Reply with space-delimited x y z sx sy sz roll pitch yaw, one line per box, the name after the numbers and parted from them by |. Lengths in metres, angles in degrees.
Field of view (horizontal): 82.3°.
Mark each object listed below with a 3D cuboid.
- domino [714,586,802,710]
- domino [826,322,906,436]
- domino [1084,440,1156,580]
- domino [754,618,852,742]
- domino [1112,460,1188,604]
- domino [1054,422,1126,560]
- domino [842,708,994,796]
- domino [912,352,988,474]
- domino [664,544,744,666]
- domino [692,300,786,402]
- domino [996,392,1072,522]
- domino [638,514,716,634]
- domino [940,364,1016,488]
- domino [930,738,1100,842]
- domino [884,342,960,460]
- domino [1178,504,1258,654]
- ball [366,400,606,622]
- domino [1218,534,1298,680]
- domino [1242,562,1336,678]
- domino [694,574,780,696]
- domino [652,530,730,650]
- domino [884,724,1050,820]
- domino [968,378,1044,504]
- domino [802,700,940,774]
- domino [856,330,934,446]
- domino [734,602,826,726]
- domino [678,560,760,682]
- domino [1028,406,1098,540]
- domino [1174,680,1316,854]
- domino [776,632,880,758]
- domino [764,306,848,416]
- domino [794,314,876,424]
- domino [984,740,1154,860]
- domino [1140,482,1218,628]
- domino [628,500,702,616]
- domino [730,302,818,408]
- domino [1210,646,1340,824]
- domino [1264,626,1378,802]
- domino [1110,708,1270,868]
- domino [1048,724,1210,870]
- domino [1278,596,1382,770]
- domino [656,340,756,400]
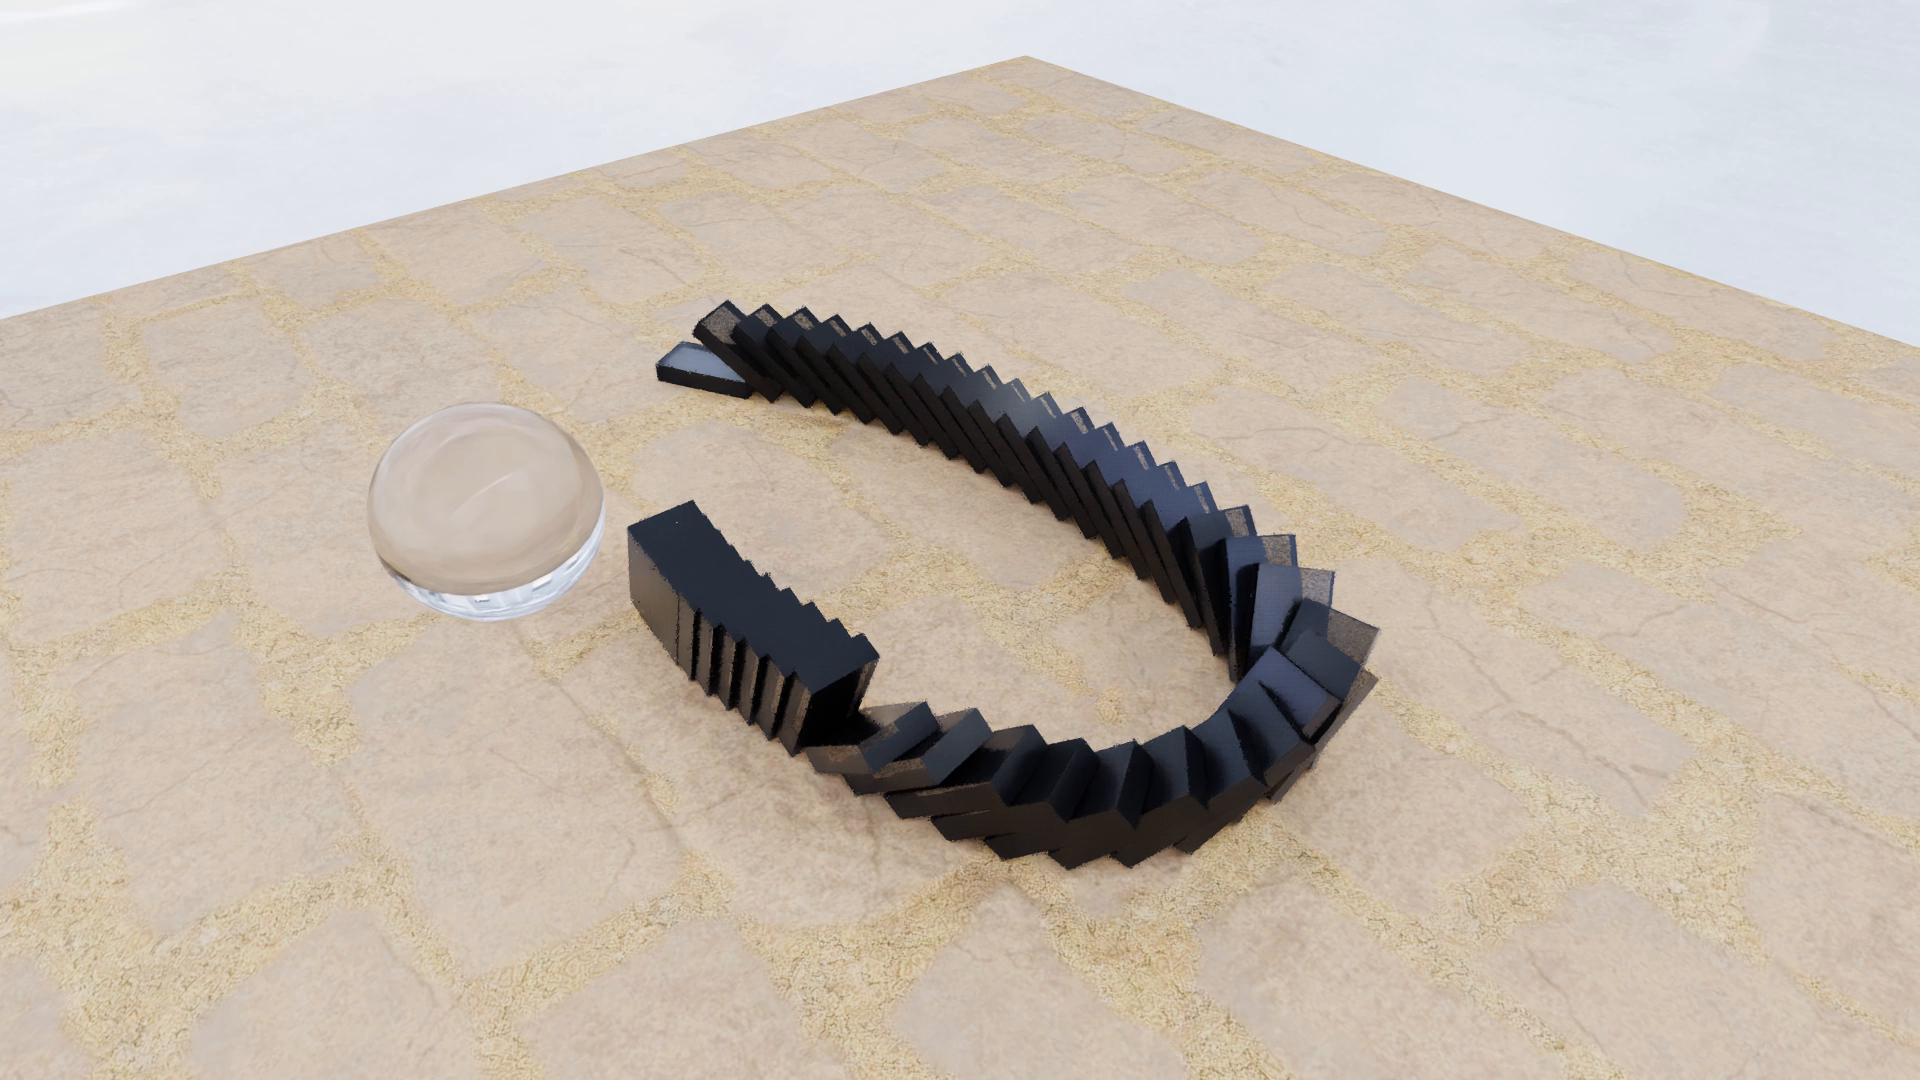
-0.067 0.037 0.366 0.025 0.050 0.010 -26 67 -28 | domino
-0.036 -0.075 0.514 0.050 0.009 0.025 51 53 2 | domino
0.072 -0.012 0.436 0.025 0.009 0.050 -21 81 -24 | domino
-0.051 0.046 0.356 0.025 0.050 0.009 -27 68 -29 | domino
0.081 -0.003 0.425 0.025 0.009 0.050 -19 80 -22 | domino
0.062 -0.020 0.446 0.025 0.009 0.050 -24 82 -26 | domino
-0.014 0.066 0.338 0.025 0.009 0.050 -36 7 -36 | domino
0.004 -0.057 0.491 0.025 0.010 0.050 -33 86 -34 | domino
-0.089 0.023 0.383 0.025 0.050 0.010 -26 67 -28 | domino
-0.102 -0.092 0.534 0.050 0.010 0.025 41 44 -6 | domino
0.040 -0.036 0.465 0.025 0.009 0.050 -29 84 -30 | domino
-0.101 0.013 0.396 0.025 0.050 0.010 -26 67 -28 | domino
0.016 -0.050 0.483 0.025 0.010 0.050 -31 85 -32 | domino
0.016 0.075 0.328 0.050 0.010 0.025 -23 21 44 | domino
-0.009 -0.063 0.499 0.025 0.010 0.050 -35 87 -35 | domino
0.099 0.014 0.402 0.025 0.009 0.050 -11 80 -13 | domino
-0.171 -0.010 0.401 0.080 0.080 0.080 0 39 0 | ball
0.107 0.024 0.389 0.025 0.010 0.050 -3 84 -4 | domino
0.111 0.034 0.375 0.025 0.050 0.009 7 -2 8 | domino
-0.075 0.033 0.371 0.025 0.050 0.009 -26 67 -28 | domino
-0.095 0.018 0.389 0.025 0.050 0.010 -26 67 -28 | domino
0.001 0.071 0.333 0.050 0.010 0.025 -21 18 47 | domino
0.028 -0.043 0.474 0.025 0.009 0.050 -31 85 -32 | domino
-0.029 0.062 0.342 0.025 0.009 0.050 -30 4 -28 | domino
-0.022 -0.070 0.507 0.025 0.010 0.050 -36 87 -36 | domino
-0.059 0.041 0.361 0.025 0.050 0.009 -26 67 -29 | domino
-0.083 0.028 0.377 0.025 0.050 0.010 -26 67 -28 | domino
0.052 -0.028 0.456 0.025 0.009 0.050 -25 82 -27 | domino
0.080 0.069 0.334 0.050 0.009 0.025 -45 41 14 | domino
-0.043 0.050 0.350 0.025 0.050 0.009 -28 69 -29 | domino
-0.067 -0.086 0.527 0.050 0.009 0.025 48 49 -1 | domino
-0.052 -0.081 0.521 0.050 0.010 0.025 49 51 1 | domino
0.032 0.077 0.325 0.050 0.010 0.025 -26 24 38 | domino
0.090 0.005 0.414 0.025 0.010 0.050 -17 80 -20 | domino
-0.107 0.008 0.402 0.025 0.050 0.009 -26 67 -28 | domino
-0.084 -0.089 0.531 0.050 0.010 0.025 43 47 -3 | domino
0.092 0.061 0.344 0.050 0.009 0.025 -53 49 8 | domino
0.106 0.055 0.349 0.025 0.009 0.050 42 99 35 | domino
0.065 0.074 0.328 0.050 0.010 0.025 -38 34 23 | domino
0.049 0.076 0.325 0.050 0.010 0.025 -33 29 29 | domino
0.115 0.047 0.360 0.025 0.010 0.050 26 90 27 | domino
-0.122 -0.085 0.547 0.050 0.009 0.025 13 41 16 | domino
